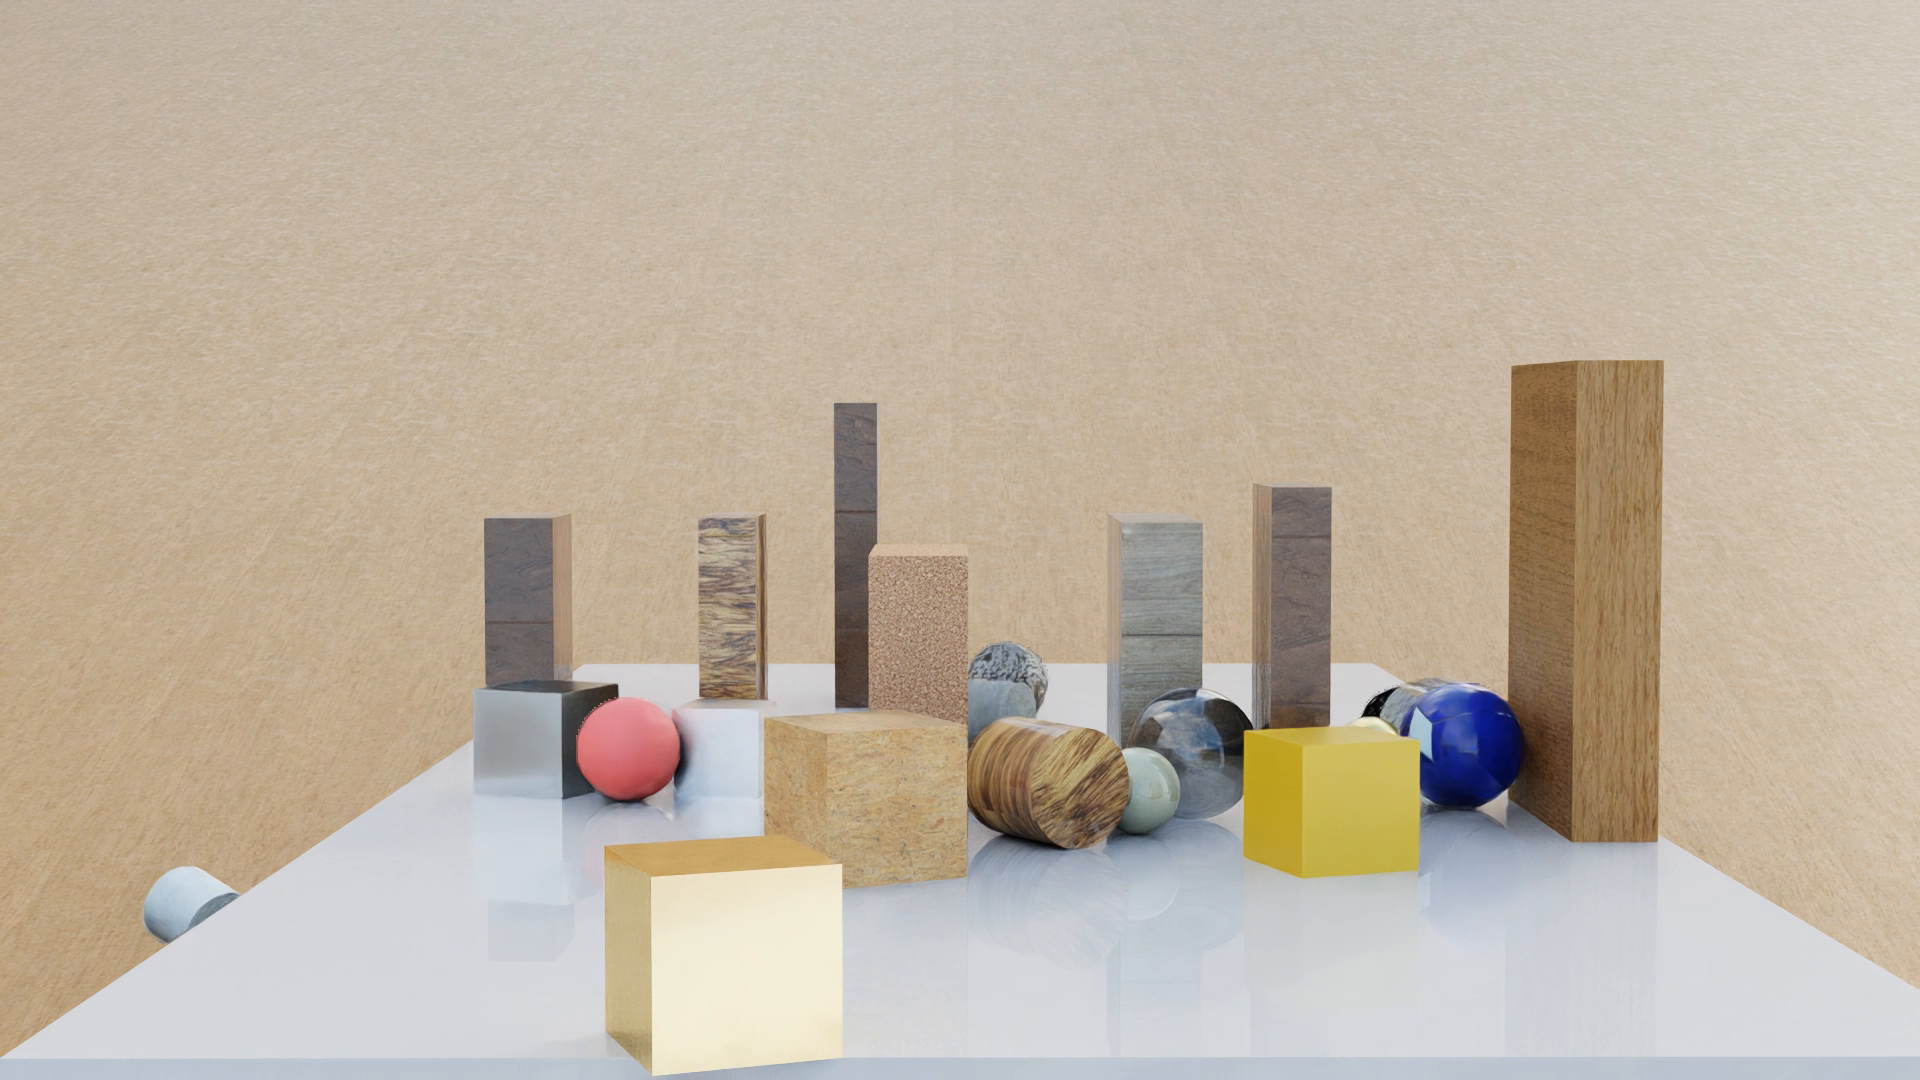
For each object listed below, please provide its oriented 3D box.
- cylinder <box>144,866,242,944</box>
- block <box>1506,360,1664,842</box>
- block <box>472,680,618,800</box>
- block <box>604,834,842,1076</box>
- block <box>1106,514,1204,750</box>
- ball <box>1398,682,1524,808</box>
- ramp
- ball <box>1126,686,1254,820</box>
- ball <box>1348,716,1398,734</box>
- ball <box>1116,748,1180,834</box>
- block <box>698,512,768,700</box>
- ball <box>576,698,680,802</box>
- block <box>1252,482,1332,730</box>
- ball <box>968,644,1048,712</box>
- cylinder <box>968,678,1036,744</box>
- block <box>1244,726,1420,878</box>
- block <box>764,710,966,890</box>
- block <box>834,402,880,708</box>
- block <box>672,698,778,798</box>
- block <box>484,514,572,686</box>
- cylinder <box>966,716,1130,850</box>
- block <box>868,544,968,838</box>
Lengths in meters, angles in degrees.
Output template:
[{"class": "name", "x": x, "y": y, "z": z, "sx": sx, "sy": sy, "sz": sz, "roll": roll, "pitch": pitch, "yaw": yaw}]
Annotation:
[{"class": "cylinder", "x": -1.591, "y": 0.789, "z": 5.384, "sx": 0.165, "sy": 0.165, "sz": 0.165, "roll": 20, "pitch": 29, "yaw": 40}, {"class": "block", "x": 0.968, "y": 0.081, "z": 4.008, "sx": 0.127, "sy": 0.711, "sz": 0.447, "roll": 0, "pitch": 3, "yaw": 0}, {"class": "block", "x": -0.697, "y": 0.334, "z": 4.340, "sx": 0.175, "sy": 0.175, "sz": 0.175, "roll": 1, "pitch": 3, "yaw": 25}, {"class": "block", "x": -0.240, "y": 0.411, "z": 2.582, "sx": 0.192, "sy": 0.192, "sz": 0.192, "roll": -1, "pitch": 3, "yaw": -21}, {"class": "block", "x": 0.322, "y": 0.192, "z": 4.306, "sx": 0.129, "sy": 0.460, "sz": 0.394, "roll": 0, "pitch": 3, "yaw": 0}, {"class": "ball", "x": 0.803, "y": 0.330, "z": 4.128, "sx": 0.201, "sy": 0.201, "sz": 0.201, "roll": 0, "pitch": 22, "yaw": 0}, {"class": "ramp", "x": 0.051, "y": 0.462, "z": 4.533, "sx": 2.000, "sy": 0.100, "sz": 4.000, "roll": 0, "pitch": 3, "yaw": 0}, {"class": "ball", "x": 0.362, "y": 0.333, "z": 4.012, "sx": 0.207, "sy": 0.207, "sz": 0.207, "roll": 0, "pitch": 22, "yaw": 0}, {"class": "ball", "x": 0.700, "y": 0.360, "z": 4.387, "sx": 0.117, "sy": 0.117, "sz": 0.117, "roll": 0, "pitch": 22, "yaw": 0}, {"class": "ball", "x": 0.267, "y": 0.378, "z": 3.880, "sx": 0.131, "sy": 0.131, "sz": 0.131, "roll": 0, "pitch": 22, "yaw": 0}, {"class": "block", "x": -0.398, "y": 0.183, "z": 4.544, "sx": 0.098, "sy": 0.456, "sz": 0.284, "roll": 0, "pitch": 3, "yaw": 0}, {"class": "ball", "x": -0.542, "y": 0.343, "z": 4.210, "sx": 0.169, "sy": 0.169, "sz": 0.169, "roll": 0, "pitch": 22, "yaw": 0}, {"class": "block", "x": 0.511, "y": 0.176, "z": 3.981, "sx": 0.090, "sy": 0.523, "sz": 0.245, "roll": 0, "pitch": 3, "yaw": 0}, {"class": "ball", "x": 0.094, "y": 0.294, "z": 5.223, "sx": 0.168, "sy": 0.168, "sz": 0.168, "roll": 0, "pitch": 22, "yaw": 0}, {"class": "cylinder", "x": 0.061, "y": 0.330, "z": 4.915, "sx": 0.124, "sy": 0.124, "sz": 0.124, "roll": 2, "pitch": 20, "yaw": 32}, {"class": "block", "x": 0.521, "y": 0.365, "z": 3.622, "sx": 0.181, "sy": 0.181, "sz": 0.181, "roll": -1, "pitch": 3, "yaw": -20}, {"class": "block", "x": -0.132, "y": 0.355, "z": 3.557, "sx": 0.210, "sy": 0.210, "sz": 0.210, "roll": -2, "pitch": 3, "yaw": -28}, {"class": "block", "x": -0.224, "y": 0.027, "z": 5.663, "sx": 0.092, "sy": 0.657, "sz": 0.271, "roll": 0, "pitch": 3, "yaw": 0}, {"class": "block", "x": -0.393, "y": 0.349, "z": 4.327, "sx": 0.146, "sy": 0.146, "sz": 0.146, "roll": 0, "pitch": 3, "yaw": 9}, {"class": "block", "x": -0.853, "y": 0.168, "z": 5.098, "sx": 0.133, "sy": 0.432, "sz": 0.244, "roll": 0, "pitch": 3, "yaw": 0}, {"class": "cylinder", "x": 0.126, "y": 0.358, "z": 3.815, "sx": 0.177, "sy": 0.177, "sz": 0.177, "roll": -15, "pitch": 10, "yaw": -32}, {"class": "block", "x": -0.062, "y": 0.226, "z": 4.010, "sx": 0.149, "sy": 0.422, "sz": 0.340, "roll": 0, "pitch": 3, "yaw": 0}]
